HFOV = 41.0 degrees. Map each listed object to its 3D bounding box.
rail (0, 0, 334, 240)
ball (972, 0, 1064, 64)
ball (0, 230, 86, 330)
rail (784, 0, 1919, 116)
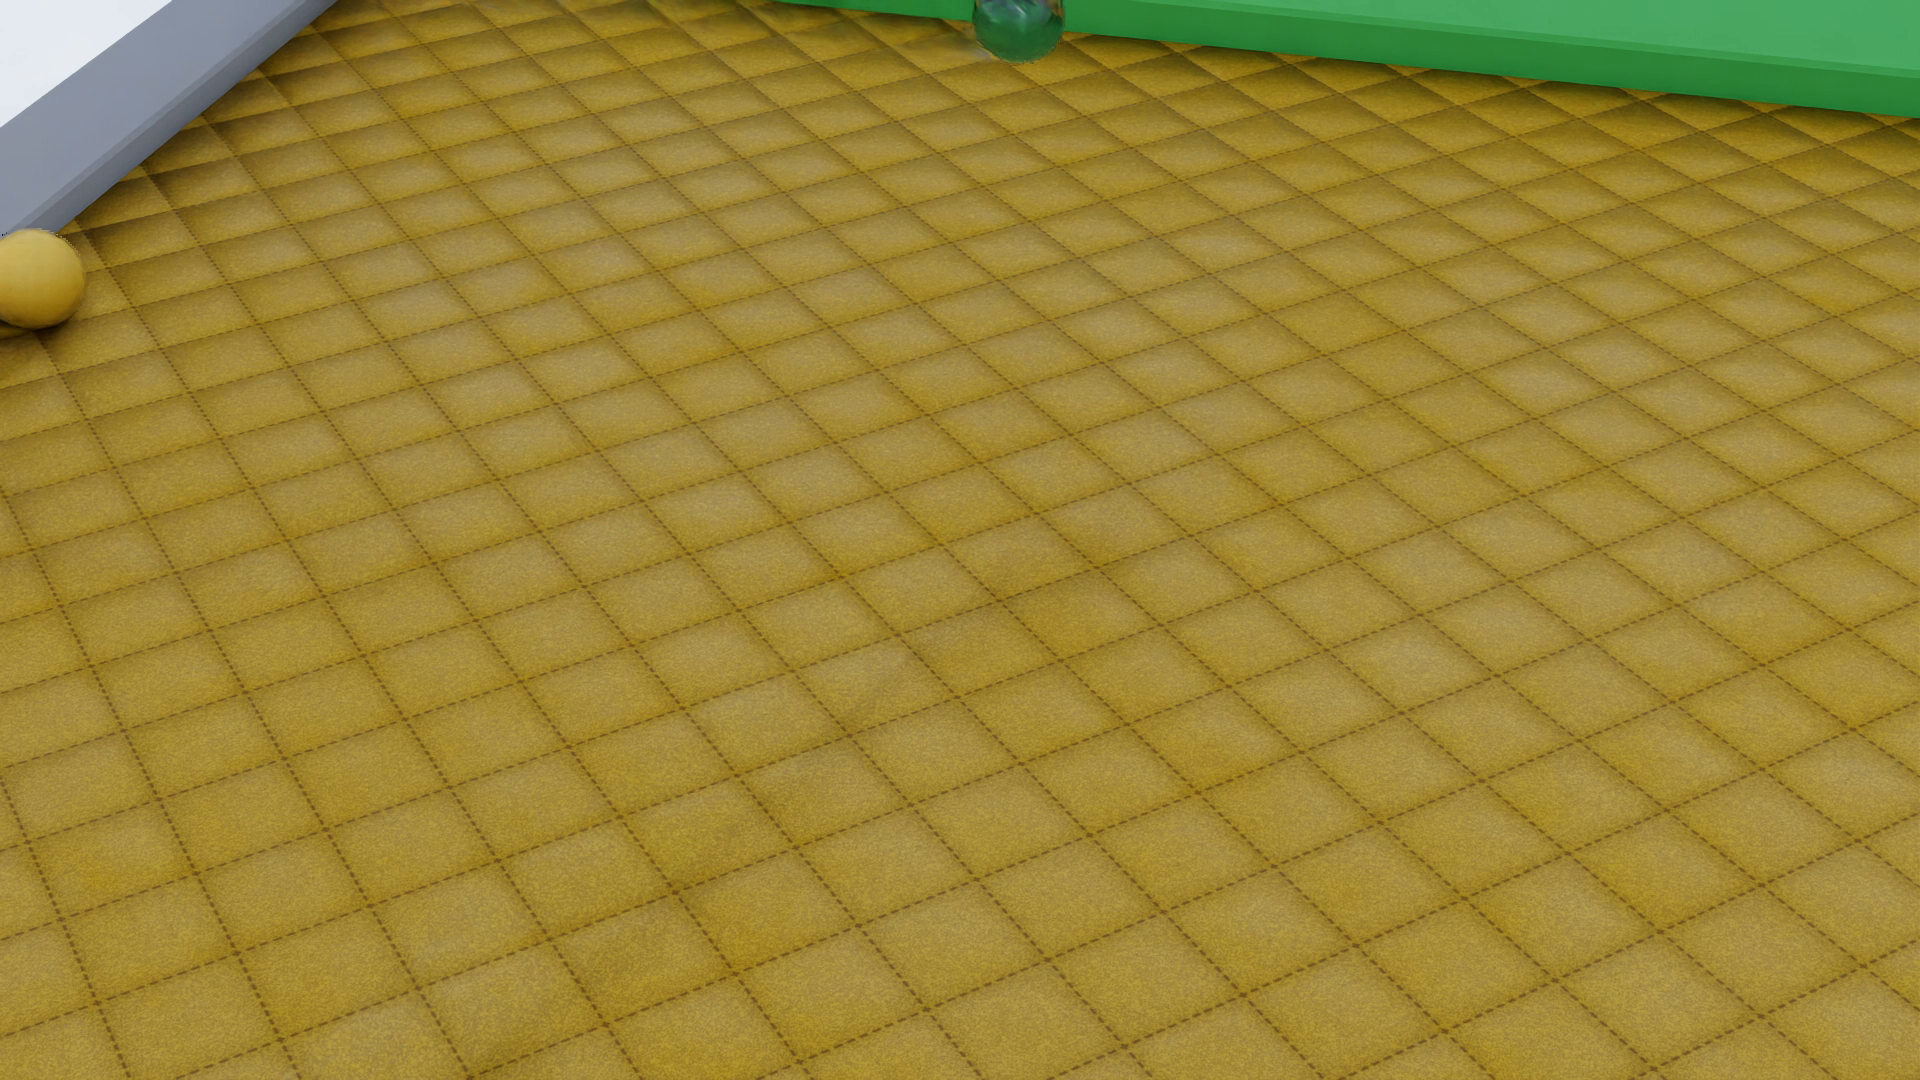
[{"bbox_3d":[-0.936,-0.158,2.141,0.045,0.129,2.157,8,35,12],"label":"rail"},{"bbox_3d":[0.063,-0.566,2.777,0.099,0.099,0.099,0,34,0],"label":"ball"},{"bbox_3d":[-0.827,-0.232,2.290,0.088,0.088,0.088,0,34,0],"label":"ball"},{"bbox_3d":[1.226,-0.450,2.576,3.963,0.129,0.045,8,35,12],"label":"rail"}]
